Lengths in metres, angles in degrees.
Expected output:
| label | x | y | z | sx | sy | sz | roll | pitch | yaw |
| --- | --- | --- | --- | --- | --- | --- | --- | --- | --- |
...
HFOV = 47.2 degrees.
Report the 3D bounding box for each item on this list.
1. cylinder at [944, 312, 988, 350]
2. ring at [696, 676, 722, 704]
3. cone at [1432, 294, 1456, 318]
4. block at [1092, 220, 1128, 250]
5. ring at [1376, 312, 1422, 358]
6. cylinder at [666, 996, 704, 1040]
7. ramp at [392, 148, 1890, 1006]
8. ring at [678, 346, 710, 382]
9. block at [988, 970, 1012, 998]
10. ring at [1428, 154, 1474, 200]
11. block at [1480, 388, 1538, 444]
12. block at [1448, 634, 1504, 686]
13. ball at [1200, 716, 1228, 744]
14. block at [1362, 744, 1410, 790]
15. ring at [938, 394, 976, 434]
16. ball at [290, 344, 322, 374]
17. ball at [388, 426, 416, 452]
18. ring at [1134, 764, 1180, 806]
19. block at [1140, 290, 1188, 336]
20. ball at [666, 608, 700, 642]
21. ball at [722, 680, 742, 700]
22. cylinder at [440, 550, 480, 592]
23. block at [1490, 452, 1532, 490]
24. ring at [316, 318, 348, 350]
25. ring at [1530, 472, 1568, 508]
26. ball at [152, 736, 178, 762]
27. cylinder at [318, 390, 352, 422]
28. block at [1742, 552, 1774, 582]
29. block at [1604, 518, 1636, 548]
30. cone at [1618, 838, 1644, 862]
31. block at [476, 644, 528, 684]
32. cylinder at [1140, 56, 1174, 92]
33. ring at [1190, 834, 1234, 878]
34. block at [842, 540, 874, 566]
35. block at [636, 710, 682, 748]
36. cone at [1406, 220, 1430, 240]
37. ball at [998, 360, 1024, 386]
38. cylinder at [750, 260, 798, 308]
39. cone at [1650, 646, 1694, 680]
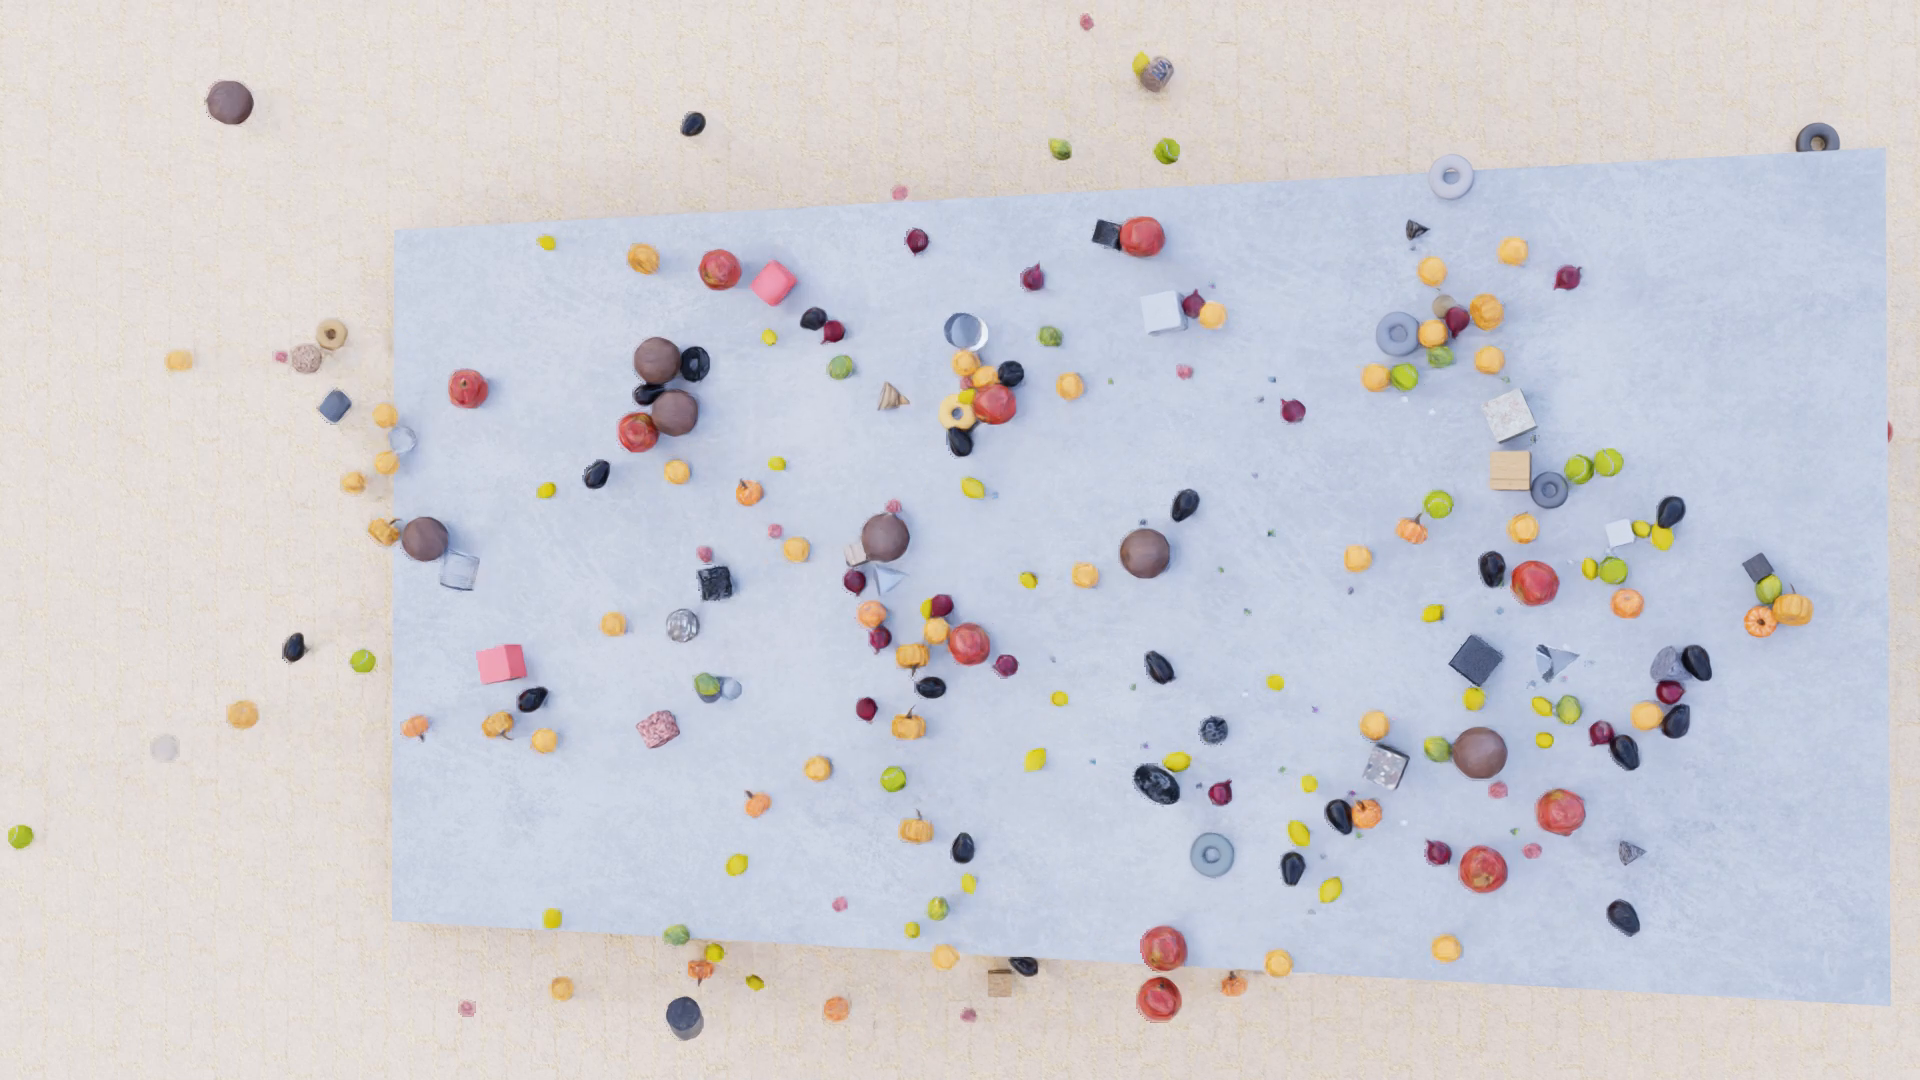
| label | x | y | z | sx | sy | sz | roll | pitch | yaw |
| --- | --- | --- | --- | --- | --- | --- | --- | --- | --- |
| cylinder | 0.017 | -0.548 | 5.783 | 0.093 | 0.093 | 0.093 | 0 | 89 | 18 |
| ring | -0.687 | 0.410 | 6.035 | 0.077 | 0.026 | 0.077 | 0 | 89 | 20 |
| cone | 1.190 | -0.578 | 5.417 | 0.060 | 0.060 | 0.060 | 0 | 89 | 18 |
| block | 0.386 | -0.787 | 5.678 | 0.060 | 0.060 | 0.060 | 18 | 95 | 28 |
| ring | 1.088 | -0.511 | 5.461 | 0.114 | 0.038 | 0.114 | 0 | 89 | 20 |
| cylinder | -0.781 | 1.360 | 6.249 | 0.096 | 0.096 | 0.096 | 0 | 61 | 1 |
| ramp | 0.276 | 0.093 | 5.790 | 4.000 | 0.100 | 2.000 | 0 | 89 | 18 |
| ring | -0.731 | -0.484 | 6.054 | 0.098 | 0.033 | 0.098 | -1 | 88 | 29 |
| block | 0.115 | 1.292 | 6.409 | 0.068 | 0.068 | 0.068 | -1 | 89 | 0 |
| ring | 1.212 | -0.896 | 5.427 | 0.112 | 0.037 | 0.112 | 0 | 89 | 17 |
| block | 1.336 | -0.301 | 5.345 | 0.099 | 0.099 | 0.099 | -24 | 82 | 16 |
| block | 1.259 | 0.294 | 5.366 | 0.090 | 0.090 | 0.090 | 38 | 101 | 15 |
| ball | 0.644 | 0.482 | 5.565 | 0.070 | 0.070 | 0.070 | 0 | 89 | 0 |
| block | 1.053 | 0.561 | 5.433 | 0.084 | 0.084 | 0.084 | 22 | 96 | 17 |
| ring | -0.006 | -0.334 | 5.818 | 0.105 | 0.035 | 0.105 | 0 | 90 | 19 |
| ball | -1.909 | -0.529 | 6.424 | 0.088 | 0.088 | 0.088 | 0 | 89 | 0 |
| ball | -1.604 | -0.290 | 6.317 | 0.078 | 0.078 | 0.078 | 0 | 89 | 0 |
| ring | 0.502 | 0.623 | 5.597 | 0.131 | 0.131 | 0.044 | 39 | 62 | 1 |
| block | 0.522 | -0.579 | 5.619 | 0.092 | 0.092 | 0.092 | -10 | 86 | 18 |
| ball | -0.761 | 0.235 | 6.027 | 0.092 | 0.092 | 0.092 | 0 | 89 | 0 |
| ball | -0.622 | 0.408 | 5.998 | 0.056 | 0.056 | 0.056 | 0 | 89 | 0 |
| cylinder | -1.419 | 0.088 | 6.237 | 0.096 | 0.096 | 0.096 | 14 | 93 | 0 |
| block | 1.339 | -0.167 | 5.346 | 0.092 | 0.092 | 0.092 | 1 | 89 | 18 |
| ring | -1.843 | -0.603 | 6.453 | 0.094 | 0.031 | 0.094 | 0 | 87 | 4 |
| ring | 1.434 | -0.121 | 5.347 | 0.091 | 0.030 | 0.091 | 0 | 90 | 19 |
| ball | -2.318 | 0.607 | 6.415 | 0.075 | 0.075 | 0.075 | 0 | 89 | 0 |
| cylinder | -1.823 | -0.391 | 6.417 | 0.069 | 0.069 | 0.069 | 44 | 101 | 1 |
| block | 1.882 | 0.065 | 5.186 | 0.052 | 0.052 | 0.052 | -33 | 80 | 15 |
| block | 1.585 | -0.016 | 5.282 | 0.057 | 0.057 | 0.057 | -16 | 84 | 17 |
| cone | 1.621 | 0.749 | 5.275 | 0.059 | 0.059 | 0.059 | 13 | 89 | -29 |
| block | -1.292 | 0.350 | 6.198 | 0.094 | 0.094 | 0.094 | -13 | 85 | 17 |
| cylinder | 0.575 | -1.361 | 6.427 | 0.073 | 0.073 | 0.073 | 41 | 67 | 1 |
| ring | 0.641 | 0.802 | 5.589 | 0.114 | 0.038 | 0.114 | 0 | 91 | 18 |
| block | -0.274 | 0.035 | 5.888 | 0.057 | 0.057 | 0.057 | -20 | 83 | 17 |
| block | -0.830 | 0.521 | 6.054 | 0.075 | 0.075 | 0.075 | -33 | 80 | 15 |
| cone | 1.141 | -0.770 | 5.455 | 0.053 | 0.053 | 0.053 | -4 | 89 | -9 |
| ball | 0.134 | -0.436 | 5.756 | 0.068 | 0.068 | 0.068 | 0 | 89 | 0 |
| cylinder | -0.504 | -0.695 | 5.955 | 0.093 | 0.093 | 0.093 | 42 | 102 | 1 |
| cone | 1.713 | 0.313 | 5.244 | 0.092 | 0.092 | 0.092 | 28 | 89 | -10 |
